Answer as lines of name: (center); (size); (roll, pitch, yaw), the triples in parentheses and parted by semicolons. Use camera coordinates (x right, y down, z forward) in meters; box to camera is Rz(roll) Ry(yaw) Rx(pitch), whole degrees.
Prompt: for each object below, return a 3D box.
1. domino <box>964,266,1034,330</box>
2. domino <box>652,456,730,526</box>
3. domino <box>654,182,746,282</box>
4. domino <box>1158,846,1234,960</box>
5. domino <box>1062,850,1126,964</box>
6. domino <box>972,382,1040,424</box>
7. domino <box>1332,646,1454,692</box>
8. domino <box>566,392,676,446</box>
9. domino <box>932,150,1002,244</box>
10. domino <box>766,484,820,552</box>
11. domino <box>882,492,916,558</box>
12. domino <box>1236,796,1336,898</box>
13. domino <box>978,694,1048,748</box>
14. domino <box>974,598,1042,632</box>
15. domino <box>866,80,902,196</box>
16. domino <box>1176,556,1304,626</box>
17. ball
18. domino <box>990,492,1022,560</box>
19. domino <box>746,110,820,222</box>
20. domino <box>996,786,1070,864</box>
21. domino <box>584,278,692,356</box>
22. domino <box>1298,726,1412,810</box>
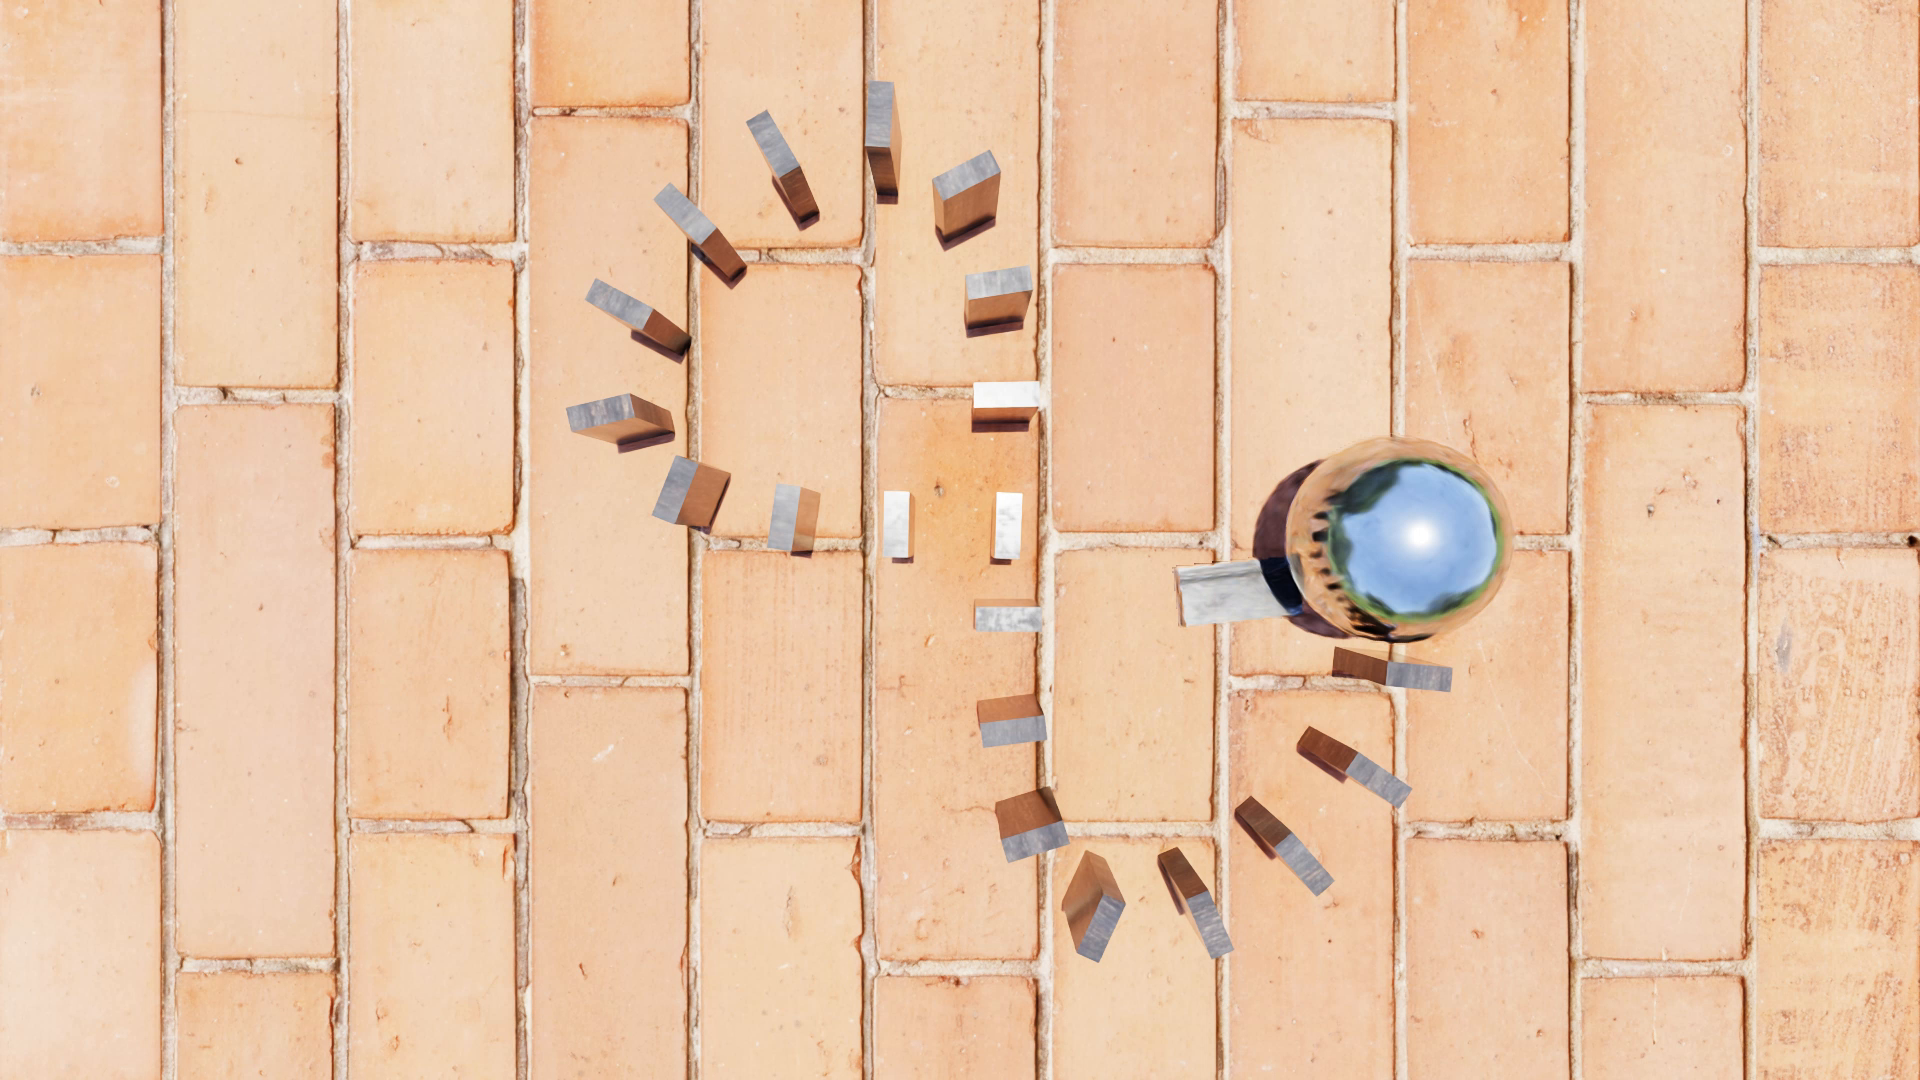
domino: (0.015, -0.098, 0.375); (0.025, 0.050, 0.010); (-9, 90, 0)
domino: (-0.109, -0.019, 0.375); (0.009, 0.050, 0.025); (22, 90, 0)
domino: (-0.105, -0.125, 0.375); (0.025, 0.050, 0.010); (44, 90, 0)
domino: (0.096, 0.147, 0.375); (0.009, 0.050, 0.025); (-23, 90, 0)
domino: (0.054, 0.148, 0.375); (0.009, 0.050, 0.025); (25, 90, 0)
domino: (0.018, -0.056, 0.375); (0.025, 0.050, 0.009); (-1, 90, 0)
domino: (0.176, 0.052, 0.375); (0.025, 0.050, 0.010); (6, 90, 0)
domino: (-0.137, -0.049, 0.375); (0.025, 0.050, 0.010); (-13, 90, 0)
domino: (0.002, -0.139, 0.375); (0.025, 0.050, 0.010); (-27, 90, 0)
domino: (-0.067, -0.009, 0.375); (0.010, 0.050, 0.025); (8, 90, 0)
domino: (-0.024, -0.006, 0.375); (0.009, 0.050, 0.025); (1, 90, 0)
domino: (0.132, 0.124, 0.375); (0.009, 0.050, 0.025); (-41, 90, 0)
domino: (0.021, 0.073, 0.375); (0.025, 0.050, 0.010); (-7, 90, 0)
domino: (0.019, 0.030, 0.375); (0.025, 0.050, 0.009); (0, 90, 0)
domino: (-0.031, -0.163, 0.375); (0.010, 0.050, 0.025); (3, 90, 0)
domino: (0.120, 0.022, 0.396); (0.050, 0.009, 0.025); (-6, 85, 2)
ball: (0.168, 0.000, 0.355); (0.080, 0.080, 0.080); (0, 90, 0)
domino: (0.019, -0.005, 0.375); (0.009, 0.050, 0.025); (2, 90, 0)
domino: (-0.071, -0.151, 0.375); (0.010, 0.050, 0.025); (-31, 90, 0)
domino: (0.029, 0.115, 0.375); (0.025, 0.050, 0.010); (-17, 90, 0)
domino: (-0.130, -0.090, 0.375); (0.025, 0.050, 0.010); (28, 90, 0)
domino: (0.160, 0.092, 0.375); (0.025, 0.050, 0.009); (34, 90, 0)
